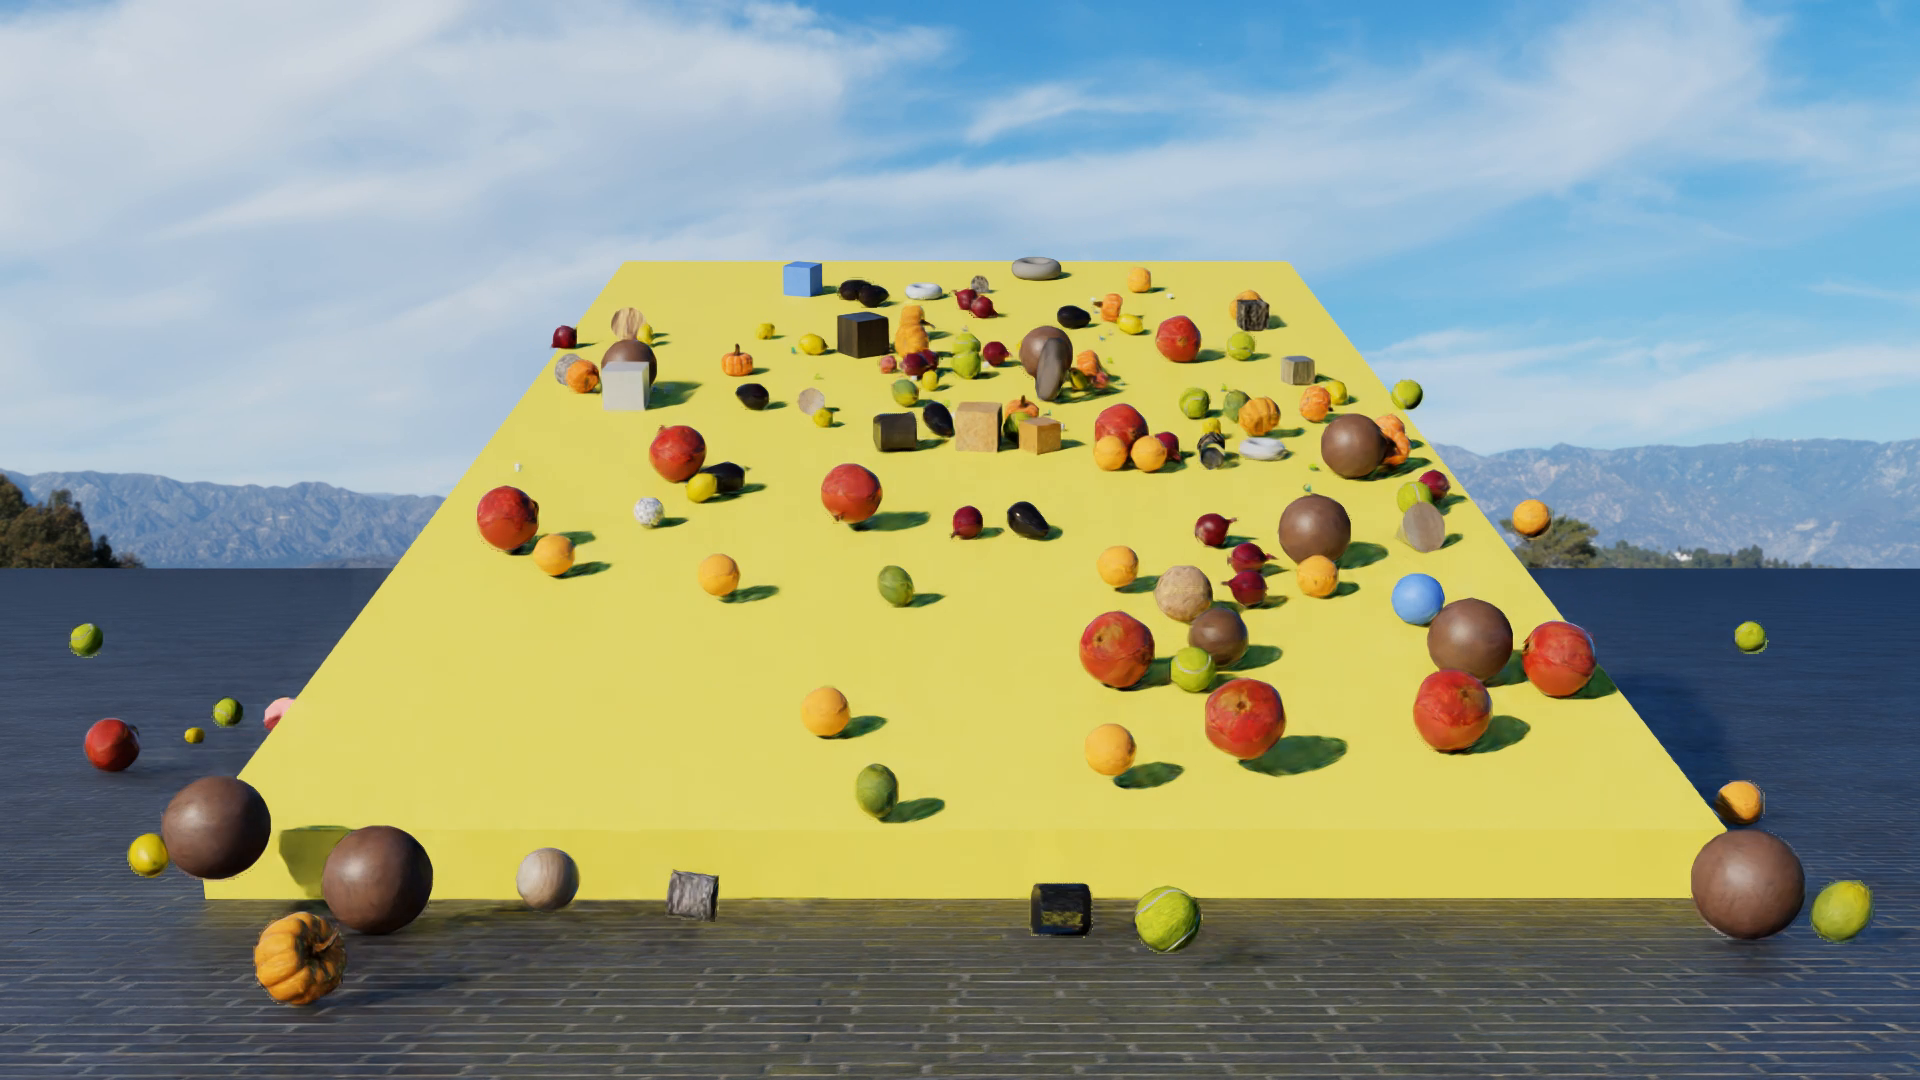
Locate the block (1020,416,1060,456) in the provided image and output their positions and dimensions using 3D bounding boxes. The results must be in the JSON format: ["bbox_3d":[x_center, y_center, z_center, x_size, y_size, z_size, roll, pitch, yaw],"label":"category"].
[{"bbox_3d":[0.168,-0.219,4.690,0.062,0.062,0.062,-13,22,-34],"label":"block"}]

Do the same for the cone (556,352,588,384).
[{"bbox_3d":[-0.900,-0.393,5.270,0.079,0.079,0.079,0,-13,26],"label":"cone"}]

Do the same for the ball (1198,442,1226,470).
[{"bbox_3d":[0.513,-0.172,4.554,0.055,0.055,0.055,0,-1,0],"label":"ball"}]

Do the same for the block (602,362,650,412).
[{"bbox_3d":[-0.753,-0.346,5.031,0.092,0.092,0.092,0,18,1],"label":"block"}]

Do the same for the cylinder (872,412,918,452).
[{"bbox_3d":[-0.136,-0.227,4.687,0.077,0.077,0.077,-5,1,-15],"label":"cylinder"}]

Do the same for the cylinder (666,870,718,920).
[{"bbox_3d":[-0.326,0.434,2.726,0.054,0.054,0.054,7,0,3],"label":"cylinder"}]

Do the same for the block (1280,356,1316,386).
[{"bbox_3d":[0.795,-0.399,5.260,0.058,0.058,0.058,-7,19,-22],"label":"block"}]

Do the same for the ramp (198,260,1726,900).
[{"bbox_3d":[-0.003,-0.183,4.841,2.000,0.100,4.000,0,18,0],"label":"ramp"}]

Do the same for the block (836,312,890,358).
[{"bbox_3d":[-0.241,-0.509,5.542,0.093,0.093,0.093,-12,21,-34],"label":"block"}]

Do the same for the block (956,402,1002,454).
[{"bbox_3d":[0.040,-0.238,4.705,0.087,0.087,0.087,2,18,7],"label":"block"}]

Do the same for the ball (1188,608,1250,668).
[{"bbox_3d":[0.402,0.153,3.474,0.096,0.096,0.096,0,-1,0],"label":"ball"}]

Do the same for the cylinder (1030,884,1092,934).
[{"bbox_3d":[0.119,0.436,2.642,0.060,0.060,0.060,3,-1,-11],"label":"cylinder"}]

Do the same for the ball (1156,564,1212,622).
[{"bbox_3d":[0.369,0.087,3.678,0.094,0.094,0.094,0,-1,0],"label":"ball"}]

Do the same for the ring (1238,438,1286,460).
[{"bbox_3d":[0.629,-0.189,4.647,0.098,0.033,0.098,1,18,0],"label":"ring"}]

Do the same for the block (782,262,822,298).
[{"bbox_3d":[-0.440,-0.730,6.250,0.082,0.082,0.082,7,19,21],"label":"block"}]

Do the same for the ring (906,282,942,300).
[{"bbox_3d":[-0.101,-0.691,6.207,0.104,0.035,0.104,0,19,0],"label":"ring"}]

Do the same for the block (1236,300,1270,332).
[{"bbox_3d":[0.765,-0.587,5.829,0.068,0.068,0.068,-3,18,-10],"label":"block"}]

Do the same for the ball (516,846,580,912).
[{"bbox_3d":[-0.503,0.414,2.729,0.078,0.078,0.078,0,-1,0],"label":"ball"}]

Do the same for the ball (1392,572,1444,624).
[{"bbox_3d":[0.752,0.097,3.666,0.085,0.085,0.085,0,-1,0],"label":"ball"}]

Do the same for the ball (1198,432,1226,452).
[{"bbox_3d":[0.520,-0.194,4.615,0.059,0.059,0.059,0,-1,0],"label":"ball"}]

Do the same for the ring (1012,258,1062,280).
[{"bbox_3d":[0.222,-0.789,6.491,0.146,0.049,0.146,1,19,0],"label":"ring"}]

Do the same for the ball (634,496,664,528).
[{"bbox_3d":[-0.581,-0.052,4.172,0.057,0.057,0.057,0,-1,0],"label":"ball"}]
